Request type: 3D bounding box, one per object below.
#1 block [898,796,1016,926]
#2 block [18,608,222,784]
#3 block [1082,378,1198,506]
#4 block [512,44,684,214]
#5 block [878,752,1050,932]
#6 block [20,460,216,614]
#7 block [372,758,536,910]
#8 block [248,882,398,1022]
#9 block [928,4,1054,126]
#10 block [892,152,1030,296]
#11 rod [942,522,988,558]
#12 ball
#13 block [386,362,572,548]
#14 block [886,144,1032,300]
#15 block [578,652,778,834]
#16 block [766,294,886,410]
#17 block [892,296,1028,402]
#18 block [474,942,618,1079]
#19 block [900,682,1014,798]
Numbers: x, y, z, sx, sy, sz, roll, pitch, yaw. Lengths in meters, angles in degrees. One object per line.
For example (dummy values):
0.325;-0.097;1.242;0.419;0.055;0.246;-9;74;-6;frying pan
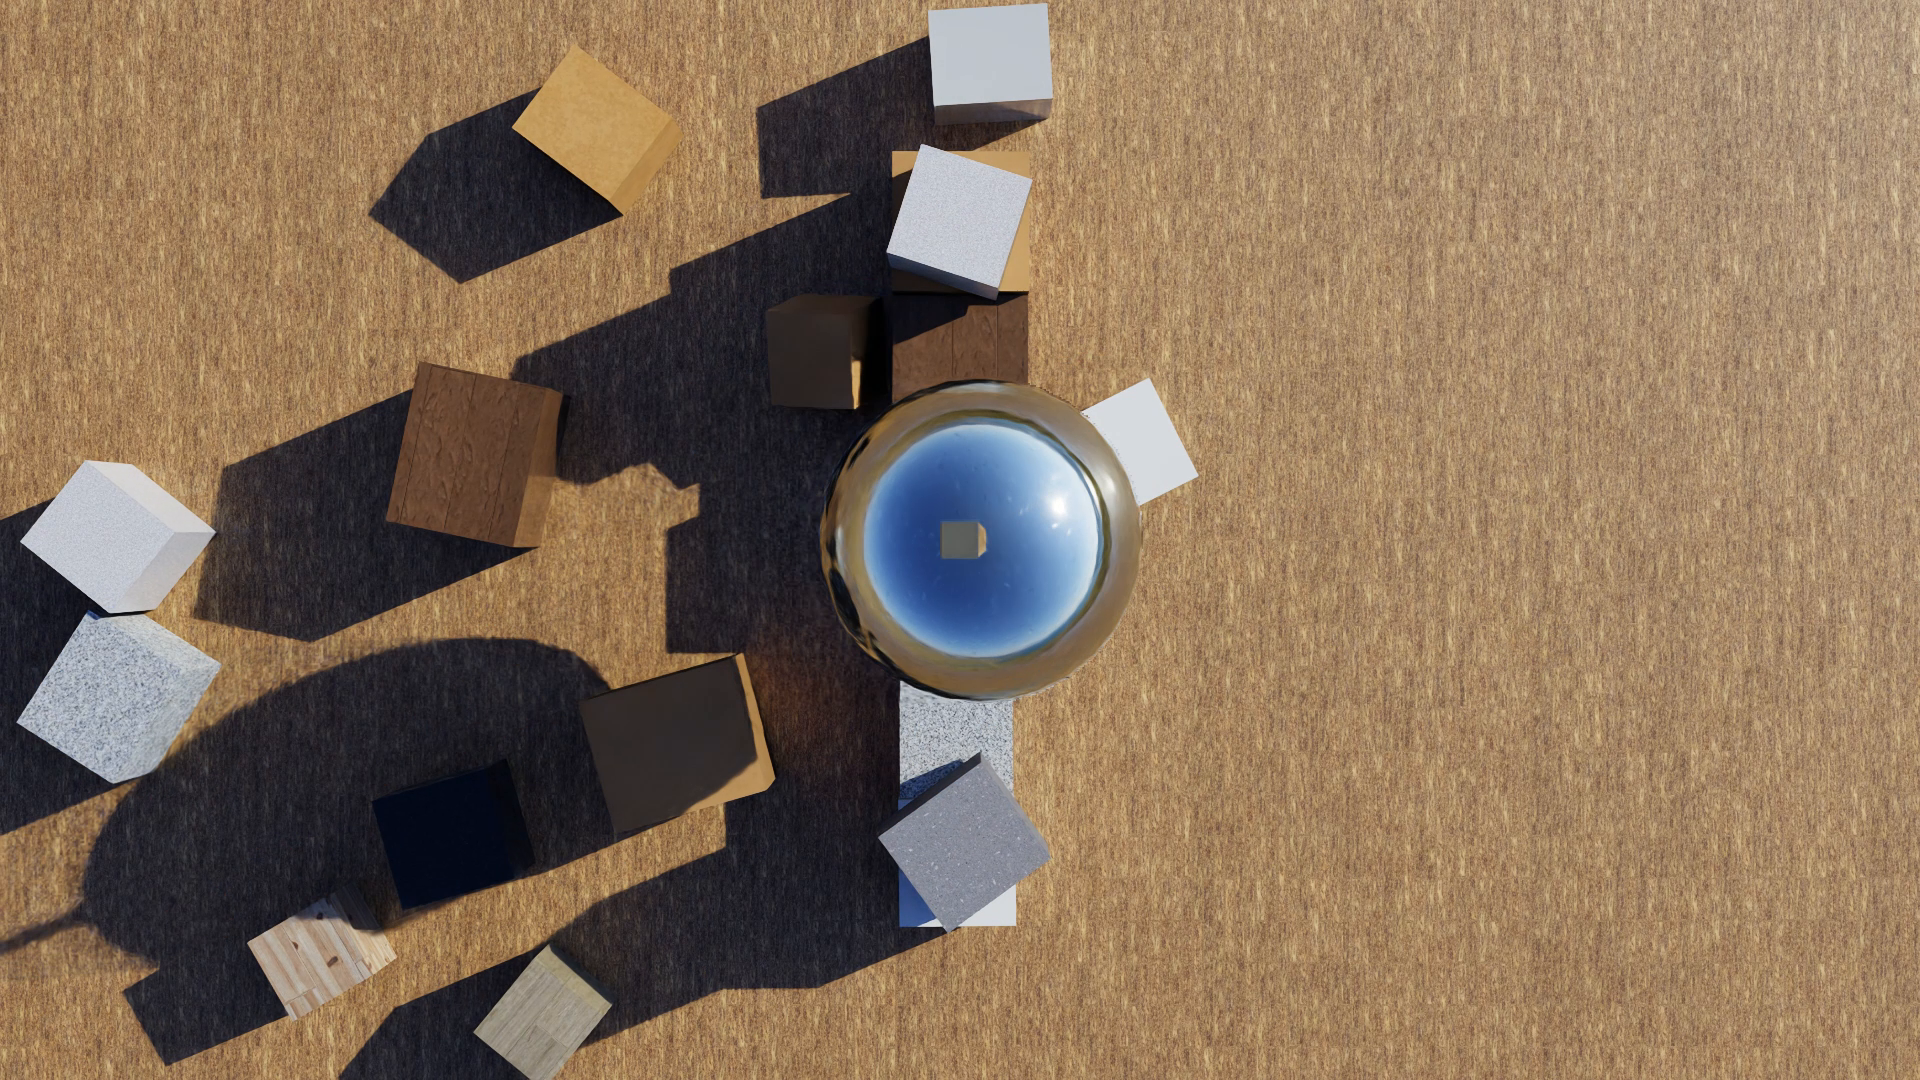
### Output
-0.016;1.810;12.662;0.654;0.675;0.710;-1;90;0;block
-4.834;0.882;12.683;0.642;0.633;0.752;33;90;0;block
0.921;-0.495;12.709;0.641;0.582;0.622;-27;90;0;block
-2.083;-2.362;12.719;0.688;0.562;0.591;37;90;0;block
0.024;1.639;12.016;0.679;0.619;0.633;-36;90;0;block
-4.825;-0.018;12.652;0.642;0.695;0.584;39;90;0;block
-2.909;1.687;12.685;0.655;0.629;0.640;-16;90;0;block
-3.685;2.374;12.735;0.528;0.531;0.518;-30;90;0;block
0.172;-2.739;12.702;0.673;0.596;0.537;-4;90;0;block
0.004;-1.773;12.611;0.763;0.777;0.776;0;90;0;block
0.042;0.000;7.458;0.080;5.200;0.080;0;90;1;rod
0.097;0.000;10.858;1.600;1.600;1.600;0;90;0;ball
-2.744;-0.477;12.608;0.723;0.784;0.907;12;90;0;block
-0.002;-1.710;11.909;0.617;0.627;0.600;18;90;0;block
-1.600;1.148;12.609;0.874;0.781;0.756;-16;90;0;block
-0.760;-1.085;12.610;0.509;0.491;0.545;5;109;20;block
0.003;-1.009;12.660;0.759;0.679;0.725;0;90;0;block
-2.390;2.746;12.732;0.513;0.535;0.538;39;90;0;block
-0.020;1.115;12.695;0.638;0.609;0.669;0;90;0;block
